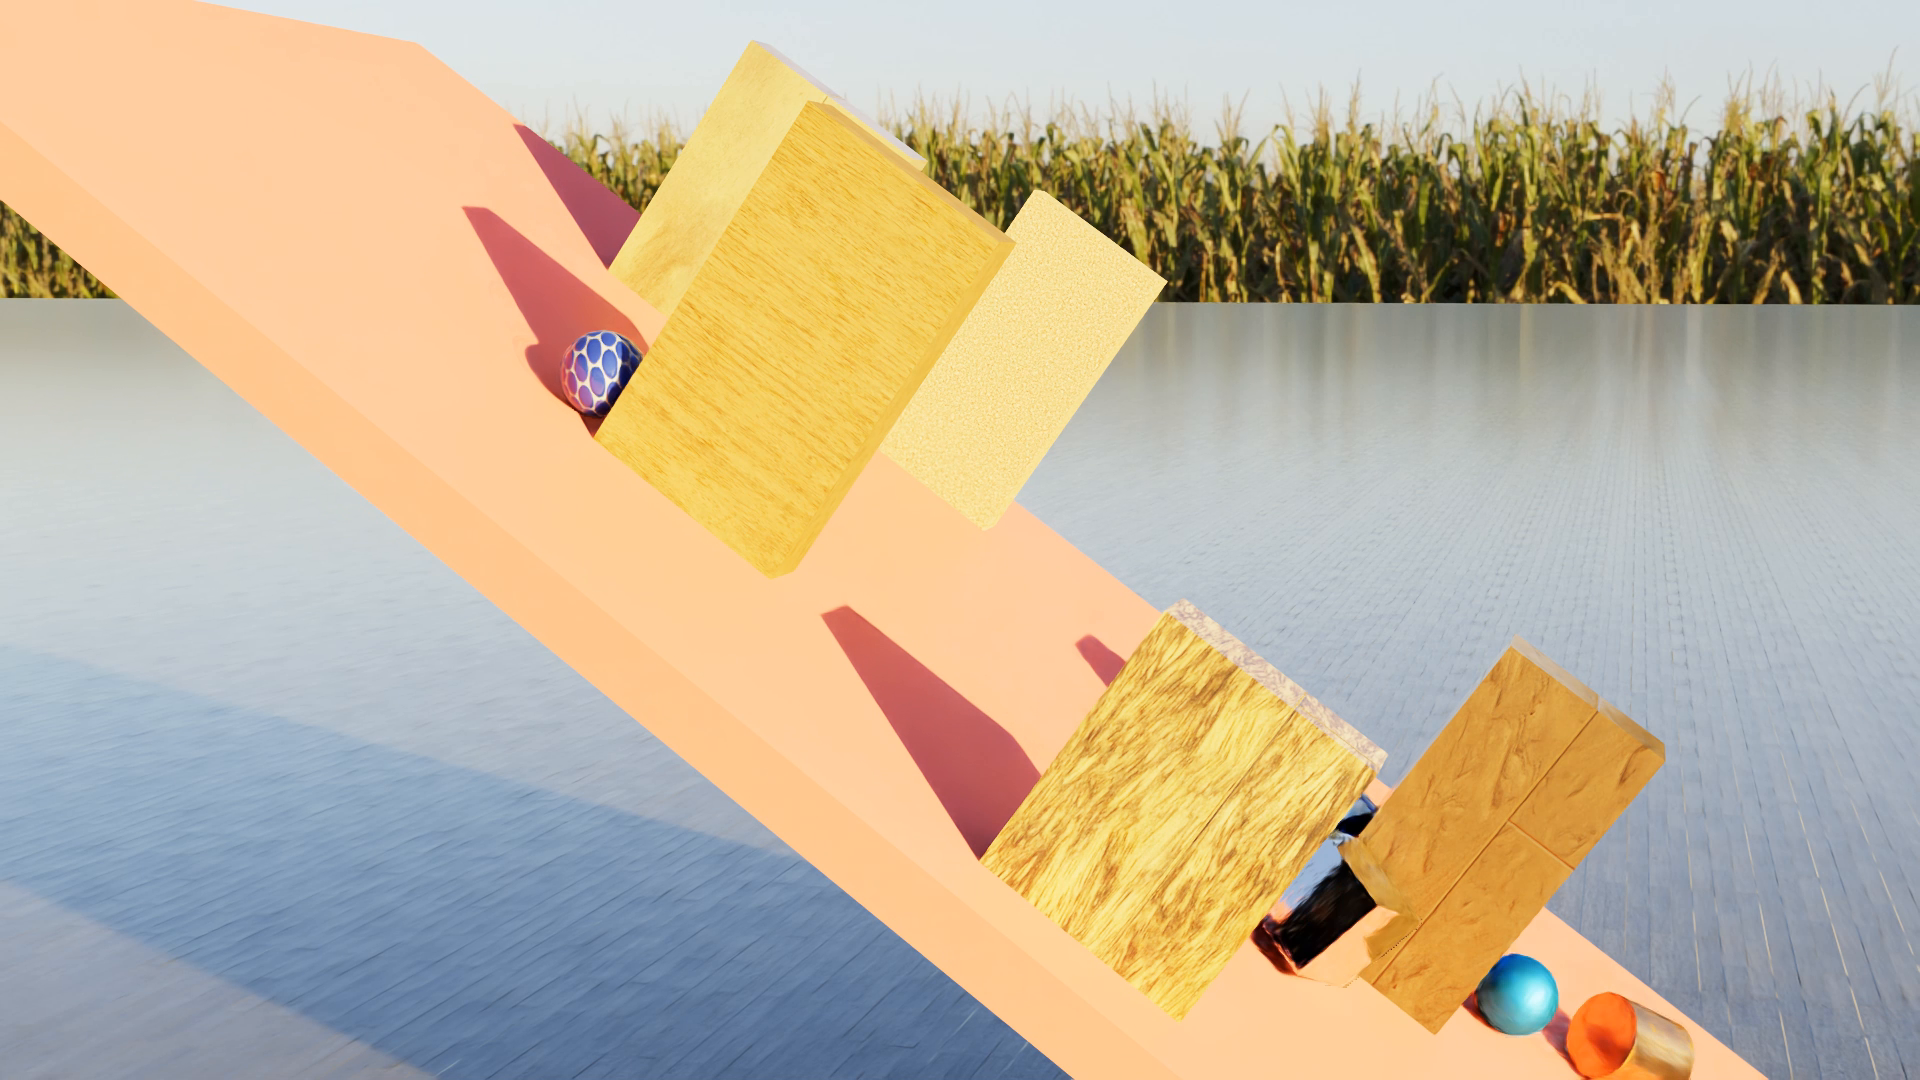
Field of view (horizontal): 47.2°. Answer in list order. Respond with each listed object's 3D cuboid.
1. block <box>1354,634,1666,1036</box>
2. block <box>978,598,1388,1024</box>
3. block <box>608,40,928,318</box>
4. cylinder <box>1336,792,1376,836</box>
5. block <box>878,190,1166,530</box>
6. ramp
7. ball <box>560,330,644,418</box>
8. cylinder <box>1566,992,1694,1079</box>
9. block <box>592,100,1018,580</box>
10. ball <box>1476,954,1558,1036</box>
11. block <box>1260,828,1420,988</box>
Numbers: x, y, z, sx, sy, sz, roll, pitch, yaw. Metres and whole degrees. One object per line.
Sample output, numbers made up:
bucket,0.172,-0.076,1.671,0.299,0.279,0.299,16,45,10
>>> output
block,0.870,0.496,3.714,0.303,0.607,0.139,38,16,10
block,0.318,0.385,3.156,0.366,0.467,0.130,38,16,10
block,-0.405,-0.673,4.581,0.424,0.576,0.102,38,16,10
cylinder,0.643,0.511,3.953,0.204,0.204,0.204,-3,33,-24
block,0.114,-0.377,4.655,0.326,0.646,0.083,38,16,10
ramp,-0.083,0.152,4.078,4.000,0.100,2.000,38,16,10
ball,-0.615,-0.286,3.796,0.151,0.151,0.151,0,7,0
cylinder,1.223,0.927,4.011,0.158,0.158,0.158,27,-6,-27
block,-0.264,-0.327,3.653,0.394,0.681,0.108,38,16,10
ball,0.990,0.809,3.907,0.144,0.144,0.144,0,7,0
block,0.603,0.596,3.592,0.174,0.174,0.174,27,24,-52
